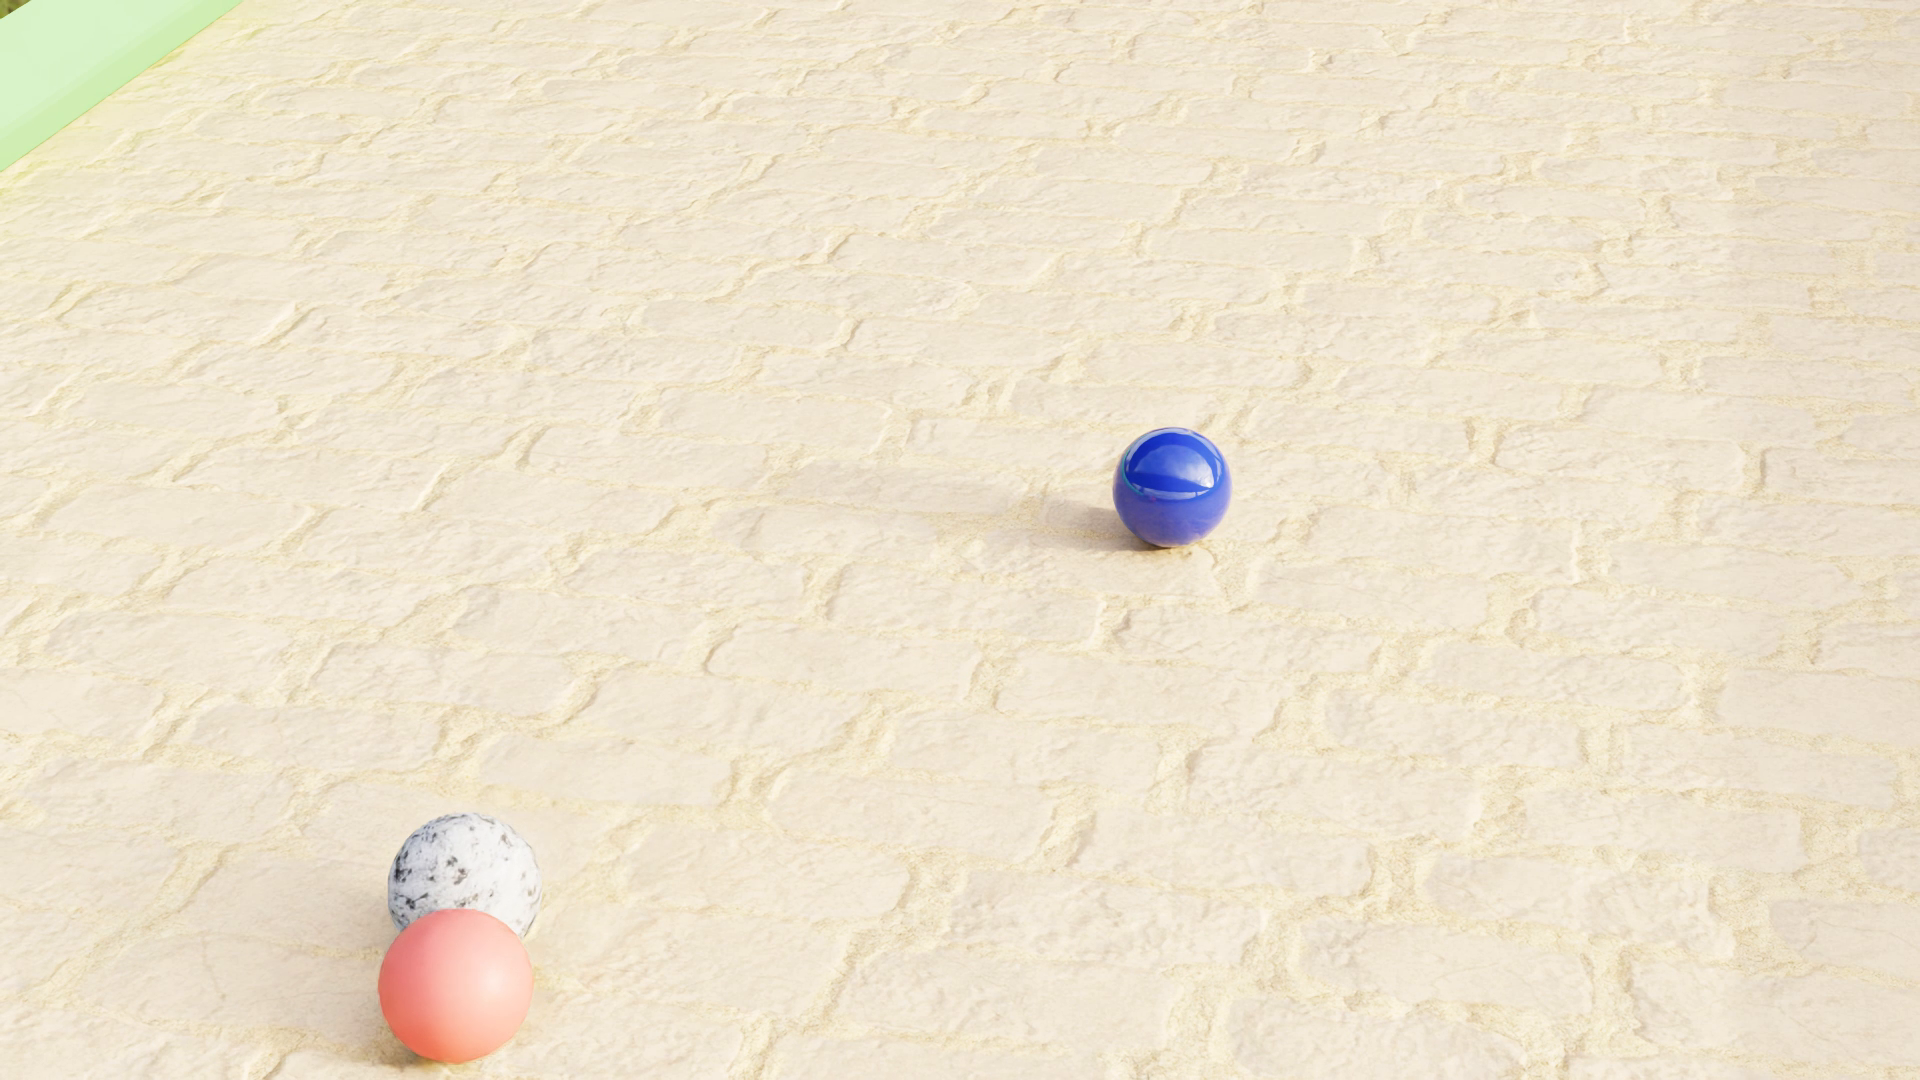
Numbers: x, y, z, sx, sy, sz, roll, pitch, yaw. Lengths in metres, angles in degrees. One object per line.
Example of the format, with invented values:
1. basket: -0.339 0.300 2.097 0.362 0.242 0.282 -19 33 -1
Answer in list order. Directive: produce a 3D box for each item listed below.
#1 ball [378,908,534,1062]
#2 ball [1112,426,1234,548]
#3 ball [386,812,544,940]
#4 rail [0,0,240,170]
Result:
1. ball: -0.229 0.202 1.335 0.070 0.070 0.070 0 28 0
2. ball: 0.127 -0.032 1.764 0.073 0.073 0.073 0 28 0
3. ball: -0.235 0.166 1.398 0.073 0.073 0.073 0 28 0
4. rail: -0.646 -0.522 2.629 0.045 0.112 3.552 6 29 11
